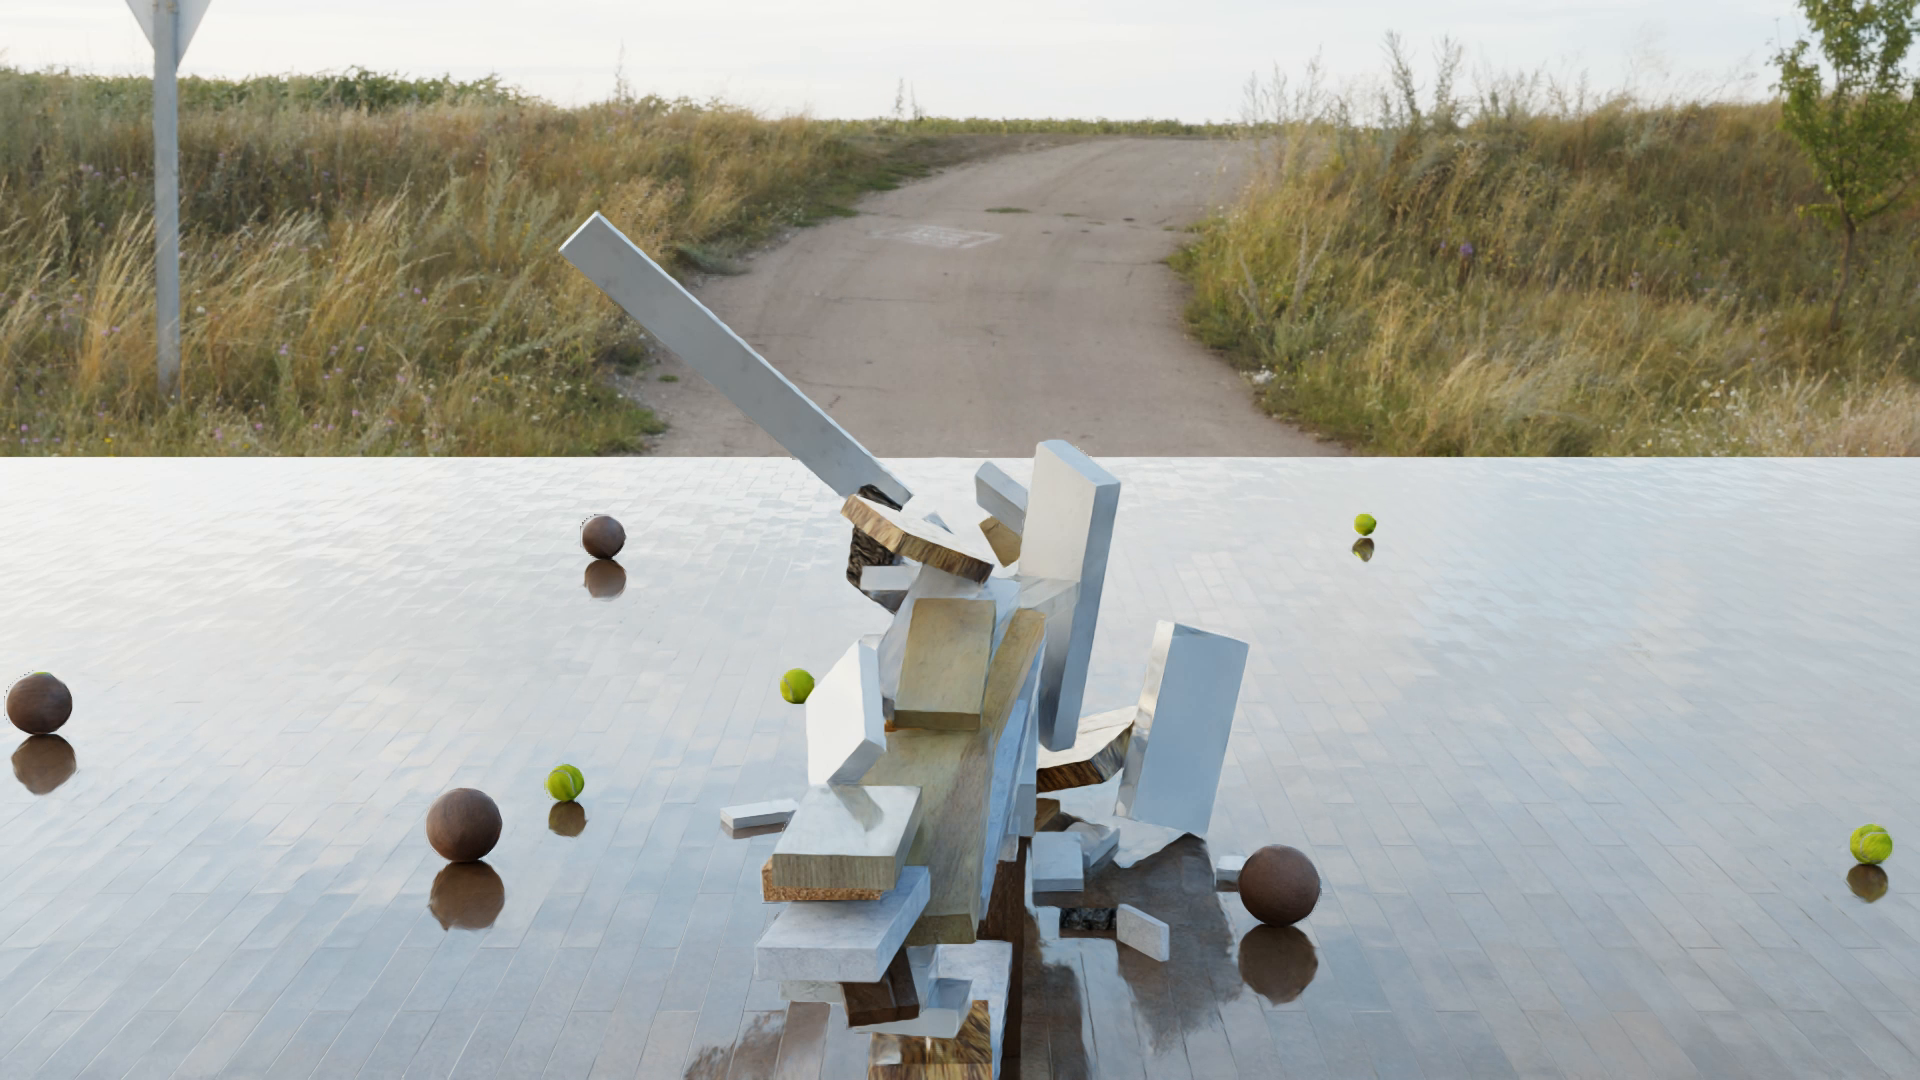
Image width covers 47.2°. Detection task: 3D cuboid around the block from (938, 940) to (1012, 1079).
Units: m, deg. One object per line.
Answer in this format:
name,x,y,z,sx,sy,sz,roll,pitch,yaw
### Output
block,-0.017,0.605,2.643,0.134,0.038,0.505,1,15,4

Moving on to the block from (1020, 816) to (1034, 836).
block,0.008,0.308,3.033,0.176,0.050,0.352,1,18,-1

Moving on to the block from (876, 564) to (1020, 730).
block,-0.025,0.129,2.696,0.126,0.036,0.253,13,41,13

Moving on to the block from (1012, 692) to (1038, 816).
block,0.023,0.271,2.875,0.156,0.044,0.312,2,18,2

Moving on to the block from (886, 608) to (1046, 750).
block,0.009,0.170,2.703,0.126,0.036,0.253,12,41,13

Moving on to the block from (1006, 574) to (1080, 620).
block,0.094,0.092,3.347,0.110,0.031,0.482,5,5,11

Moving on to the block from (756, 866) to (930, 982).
block,-0.113,0.382,2.206,0.119,0.034,0.238,-1,10,12

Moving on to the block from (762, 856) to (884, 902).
block,-0.122,0.322,2.329,0.119,0.034,0.238,-2,12,10

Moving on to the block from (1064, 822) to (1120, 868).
block,0.216,0.538,3.885,0.084,0.024,0.168,4,11,21

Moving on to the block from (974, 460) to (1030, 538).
block,0.090,-0.073,4.199,0.126,0.036,0.252,37,-8,8

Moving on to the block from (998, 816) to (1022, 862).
block,0.012,0.332,2.822,0.134,0.038,0.267,2,18,4

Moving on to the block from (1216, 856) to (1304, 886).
block,0.513,0.564,3.752,0.143,0.020,0.072,3,11,14

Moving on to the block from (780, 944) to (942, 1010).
block,-0.103,0.464,2.416,0.152,0.043,0.304,3,-3,2

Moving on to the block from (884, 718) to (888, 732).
block,-0.186,0.396,4.643,0.093,0.026,0.186,2,11,12

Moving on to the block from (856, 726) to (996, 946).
block,-0.049,0.327,2.455,0.152,0.043,0.304,-4,35,9

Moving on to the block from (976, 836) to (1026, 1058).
block,-0.003,0.534,2.991,0.176,0.352,0.050,1,17,-2

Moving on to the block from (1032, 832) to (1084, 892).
block,0.166,0.547,3.751,0.084,0.024,0.168,-1,20,1

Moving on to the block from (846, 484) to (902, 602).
block,-0.177,0.007,4.482,0.030,0.214,0.107,-10,32,-36

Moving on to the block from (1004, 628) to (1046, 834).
block,0.009,0.226,2.765,0.156,0.044,0.312,7,44,7

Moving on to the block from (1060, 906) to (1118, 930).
block,0.217,0.608,3.530,0.112,0.016,0.056,1,11,5

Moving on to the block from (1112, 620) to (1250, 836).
block,0.398,0.338,3.939,0.178,0.355,0.050,16,-5,-32

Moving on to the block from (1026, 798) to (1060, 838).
block,0.123,0.509,4.048,0.072,0.020,0.179,4,11,19

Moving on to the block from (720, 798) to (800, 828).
block,-0.365,0.506,4.067,0.140,0.020,0.070,-5,12,-25

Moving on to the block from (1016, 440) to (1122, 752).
block,0.164,0.098,3.755,0.050,0.510,0.178,-8,30,-31

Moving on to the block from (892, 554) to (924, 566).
block,-0.024,0.159,4.467,0.176,0.050,0.353,26,22,-46

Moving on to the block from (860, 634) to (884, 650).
block,-0.101,0.268,4.585,0.176,0.050,0.353,39,-12,-11

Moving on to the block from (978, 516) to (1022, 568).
block,0.117,-0.019,4.528,0.030,0.107,0.214,-29,-2,-27

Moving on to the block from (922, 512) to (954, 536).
block,0.006,0.060,4.452,0.036,0.126,0.252,-31,43,-5

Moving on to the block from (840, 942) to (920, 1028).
block,-0.090,0.432,2.241,0.071,0.020,0.142,-5,36,-10

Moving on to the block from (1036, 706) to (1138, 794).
block,0.240,0.389,4.083,0.178,0.050,0.355,-38,6,-24

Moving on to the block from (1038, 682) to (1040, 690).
block,0.033,0.180,3.054,0.156,0.044,0.348,2,-2,2

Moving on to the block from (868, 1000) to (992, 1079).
block,-0.032,0.575,2.495,0.134,0.038,0.267,-1,3,0

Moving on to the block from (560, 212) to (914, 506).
block,-0.449,-0.339,4.554,0.913,0.107,0.030,41,14,-26

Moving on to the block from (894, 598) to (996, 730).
block,-0.016,0.146,2.621,0.099,0.028,0.199,2,40,6

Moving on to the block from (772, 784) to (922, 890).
block,-0.111,0.299,2.237,0.119,0.034,0.238,1,10,5

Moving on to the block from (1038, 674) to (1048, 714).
block,0.110,0.283,3.817,0.020,0.143,0.072,-7,45,-29

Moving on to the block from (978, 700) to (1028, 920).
block,-0.018,0.307,2.615,0.152,0.043,0.304,7,44,7

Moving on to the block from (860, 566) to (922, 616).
block,-0.051,0.076,2.995,0.110,0.031,0.220,0,-14,14

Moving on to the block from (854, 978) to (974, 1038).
block,-0.048,0.503,2.382,0.106,0.030,0.211,3,-3,5

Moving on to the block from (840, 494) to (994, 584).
block,-0.051,0.000,2.703,0.099,0.028,0.199,35,9,35

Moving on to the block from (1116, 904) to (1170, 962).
block,0.284,0.609,3.413,0.016,0.056,0.112,-7,12,-31

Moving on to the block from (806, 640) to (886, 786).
block,-0.128,0.204,2.447,0.028,0.099,0.199,33,21,-21
